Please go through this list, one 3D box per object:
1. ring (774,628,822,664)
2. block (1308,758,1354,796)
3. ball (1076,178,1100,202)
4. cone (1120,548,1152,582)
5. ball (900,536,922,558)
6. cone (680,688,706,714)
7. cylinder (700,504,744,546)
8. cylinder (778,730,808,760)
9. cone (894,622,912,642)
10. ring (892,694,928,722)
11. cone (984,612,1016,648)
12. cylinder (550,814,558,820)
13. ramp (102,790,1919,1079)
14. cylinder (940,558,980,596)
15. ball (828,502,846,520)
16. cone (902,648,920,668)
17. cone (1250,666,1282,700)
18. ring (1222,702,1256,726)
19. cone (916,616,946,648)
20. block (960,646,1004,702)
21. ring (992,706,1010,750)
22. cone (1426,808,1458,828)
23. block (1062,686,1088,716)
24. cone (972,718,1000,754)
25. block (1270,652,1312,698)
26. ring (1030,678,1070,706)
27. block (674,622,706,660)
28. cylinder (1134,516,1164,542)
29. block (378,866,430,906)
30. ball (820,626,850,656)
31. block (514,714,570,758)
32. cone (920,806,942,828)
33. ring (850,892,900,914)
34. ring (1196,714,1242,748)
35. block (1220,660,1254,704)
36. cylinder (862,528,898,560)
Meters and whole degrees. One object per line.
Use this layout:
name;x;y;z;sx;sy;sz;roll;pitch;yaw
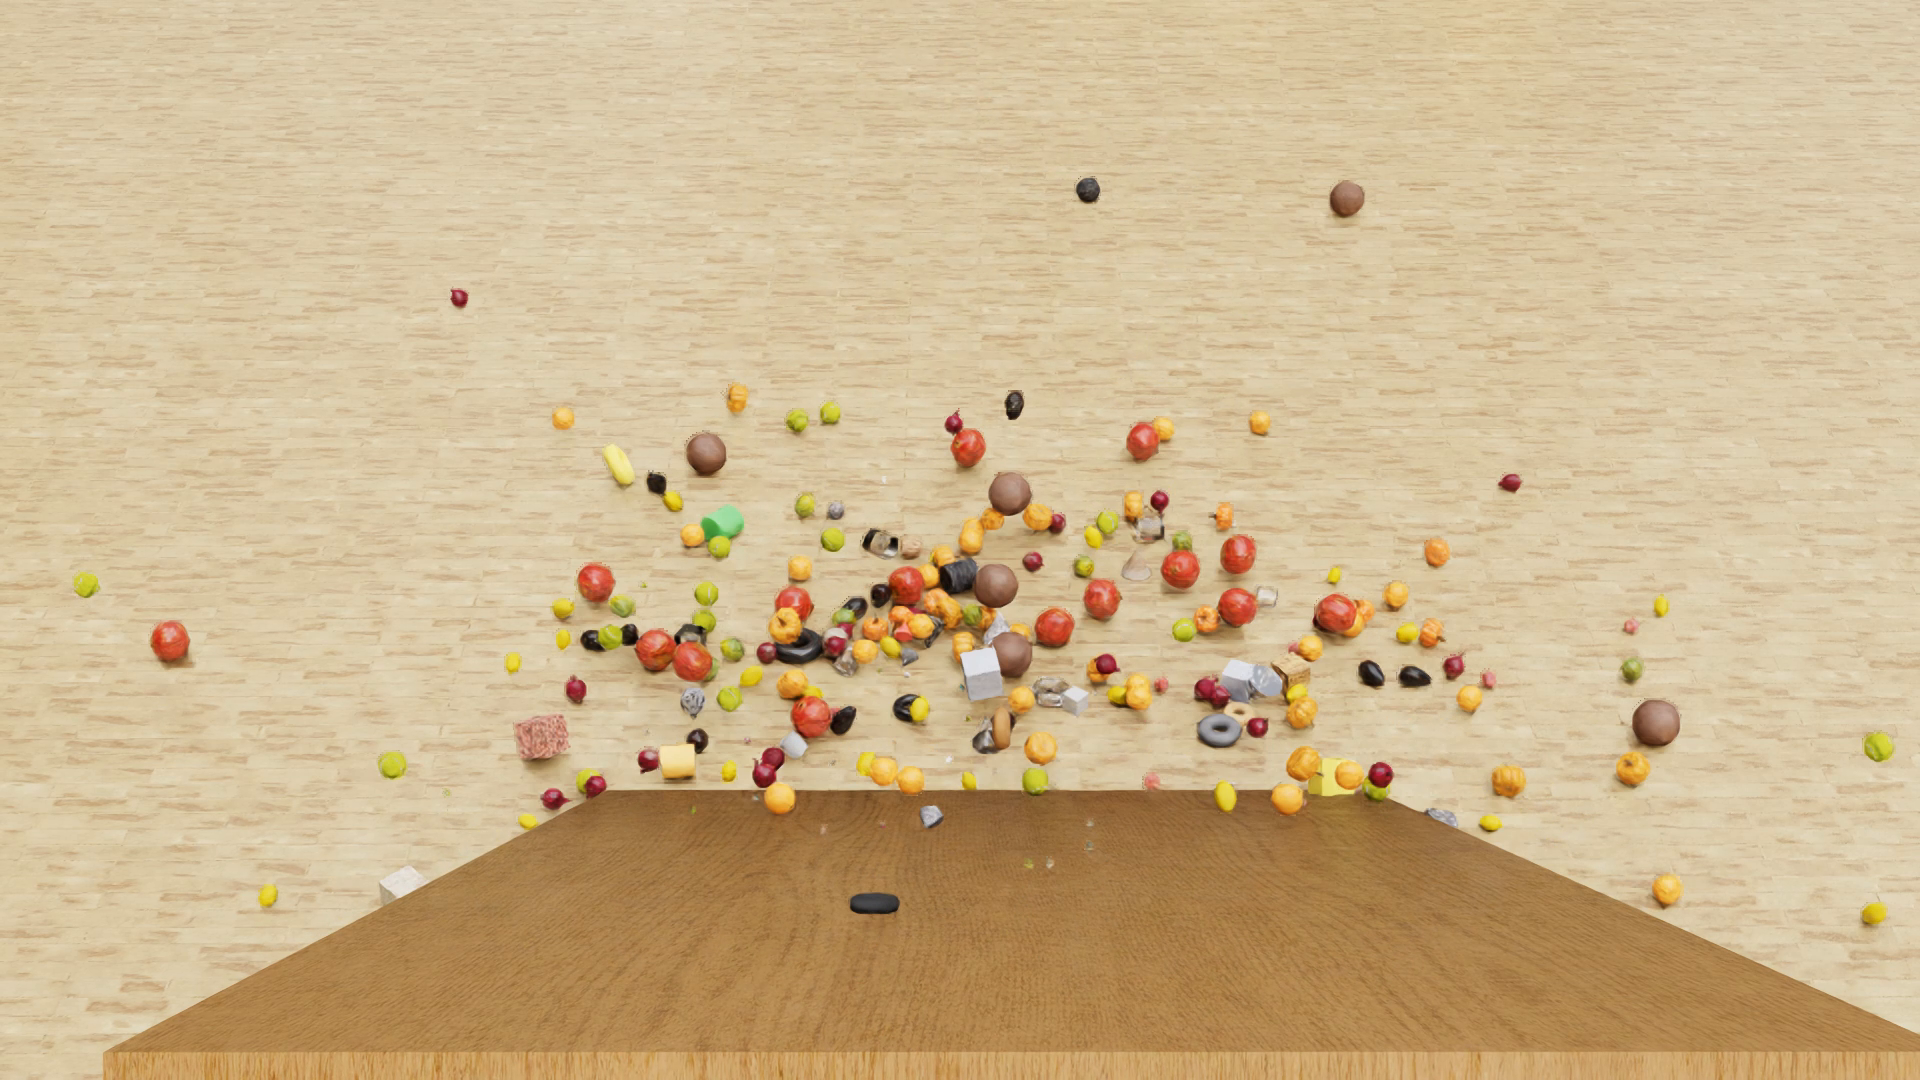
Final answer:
ring;-0.461;0.303;7.421;0.143;0.048;0.143;-1;33;1
block;0.951;0.607;6.665;0.088;0.088;0.088;0;-2;-17
ball;0.483;-1.320;9.780;0.090;0.090;0.090;0;34;0
cone;0.526;0.060;7.739;0.092;0.092;0.092;0;34;0
ball;-0.146;0.021;7.816;0.069;0.069;0.069;0;34;0
cone;-0.753;0.442;7.160;0.077;0.077;0.077;14;-3;20
cylinder;-0.722;-0.045;7.892;0.095;0.095;0.095;25;41;32
cylinder;-0.450;0.556;7.015;0.057;0.057;0.057;47;39;-9
cone;-0.158;0.254;7.411;0.052;0.052;0.052;4;57;6
ring;-0.136;0.465;7.194;0.101;0.034;0.101;0;34;0
cone;0.115;0.244;7.464;0.096;0.096;0.096;0;34;0
cylinder;-1.027;0.733;6.711;0.052;0.052;0.052;-14;37;-18
ramp;0.075;0.653;4.797;2.000;0.100;4.000;0;-1;0
cylinder;0.000;0.108;7.667;0.090;0.090;0.090;-16;37;-22
ball;-0.380;-0.090;7.994;0.054;0.054;0.054;0;34;0
cone;-0.152;0.343;7.380;0.054;0.054;0.054;22;65;29
cone;0.828;0.417;7.205;0.100;0.100;0.100;13;50;-16
ring;0.771;0.481;7.174;0.089;0.030;0.089;0;35;0
cone;-0.088;0.277;7.468;0.084;0.084;0.084;4;61;6
block;0.061;0.371;7.183;0.096;0.096;0.096;-11;39;-3
ring;0.106;0.475;6.543;0.037;0.112;0.112;0;34;7
cone;1.160;0.681;6.357;0.097;0.097;0.097;-14;51;19
block;0.320;0.446;7.206;0.051;0.051;0.051;25;42;32
cone;0.074;0.512;7.021;0.096;0.096;0.096;-3;42;-5
block;0.925;0.380;7.278;0.080;0.080;0.080;-20;39;-26
ring;0.253;0.424;7.249;0.114;0.038;0.114;2;32;-1
block;-0.770;0.289;7.423;0.067;0.067;0.067;12;36;18
cylinder;0.576;-0.034;7.891;0.076;0.076;0.076;-6;35;-6
block;-1.389;0.892;6.512;0.091;0.091;0.091;29;43;35
ball;-0.357;0.288;7.399;0.082;0.082;0.082;0;34;0
block;-1.125;0.529;6.996;0.096;0.096;0.096;-5;7;27
cone;-0.068;0.614;5.647;0.053;0.053;0.053;6;26;9
ring;-0.134;0.572;4.086;0.080;0.027;0.080;-1;-1;0
ring;0.709;0.521;7.104;0.123;0.041;0.123;-1;35;1
block;0.781;0.396;7.253;0.080;0.080;0.080;15;36;21
cylinder;-0.239;0.014;7.822;0.077;0.077;0.077;23;40;30
